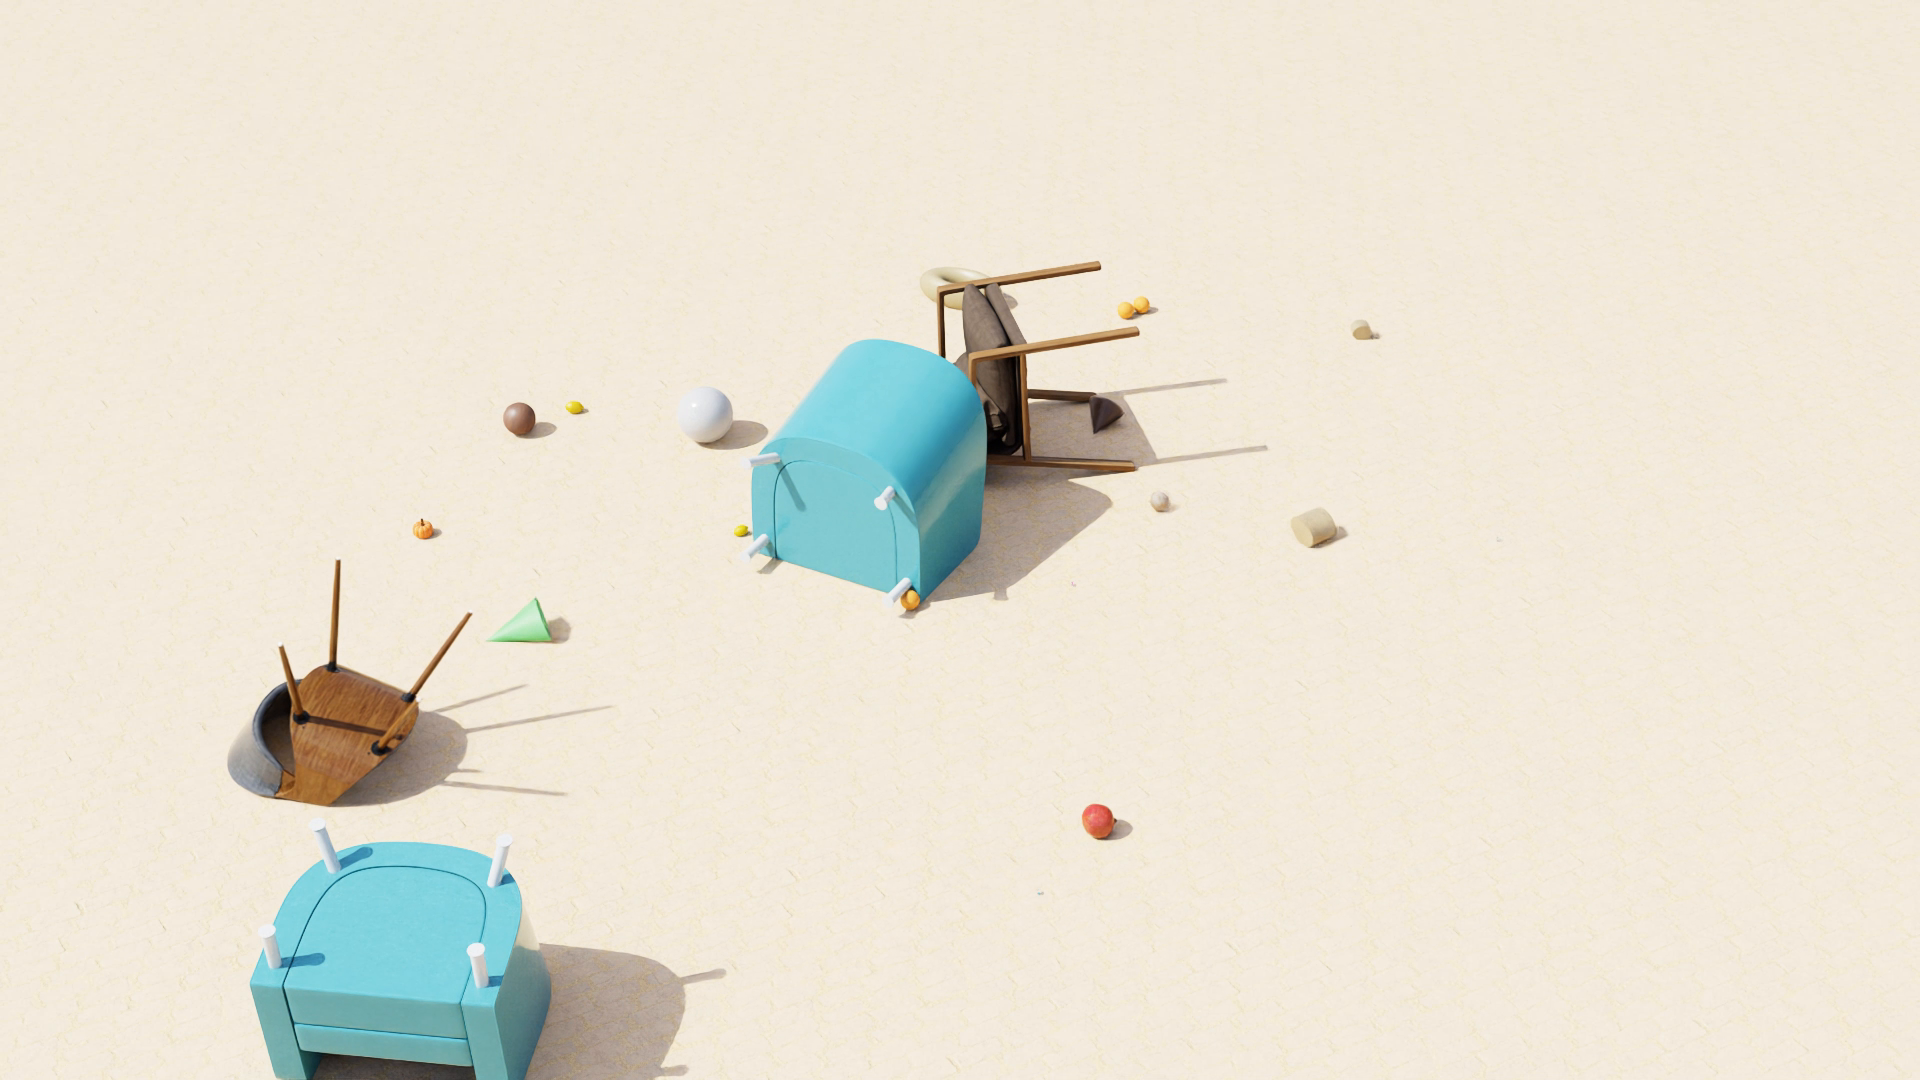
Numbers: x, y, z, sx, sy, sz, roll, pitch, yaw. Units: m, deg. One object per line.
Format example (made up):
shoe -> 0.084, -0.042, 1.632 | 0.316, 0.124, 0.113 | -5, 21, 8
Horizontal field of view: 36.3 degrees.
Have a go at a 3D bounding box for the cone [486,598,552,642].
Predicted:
cone -> -1.581, 0.319, 10.401 | 0.222, 0.125, 0.175 | -21, 61, -1

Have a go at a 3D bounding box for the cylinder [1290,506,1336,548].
cylinder -> 1.318, -0.050, 10.927 | 0.119, 0.095, 0.128 | -25, 67, -29

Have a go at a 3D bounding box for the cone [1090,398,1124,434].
cone -> 0.555, -0.470, 11.607 | 0.147, 0.123, 0.139 | 16, 60, 22

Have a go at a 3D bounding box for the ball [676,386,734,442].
ball -> -0.999, -0.493, 11.489 | 0.223, 0.223, 0.223 | 0, 33, 0

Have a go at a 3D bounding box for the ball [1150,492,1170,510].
ball -> 0.755, -0.148, 11.101 | 0.074, 0.074, 0.074 | 0, 33, 0

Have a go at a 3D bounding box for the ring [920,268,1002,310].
ring -> 0.004, -1.069, 12.465 | 0.380, 0.114, 0.207 | 14, 38, 22
